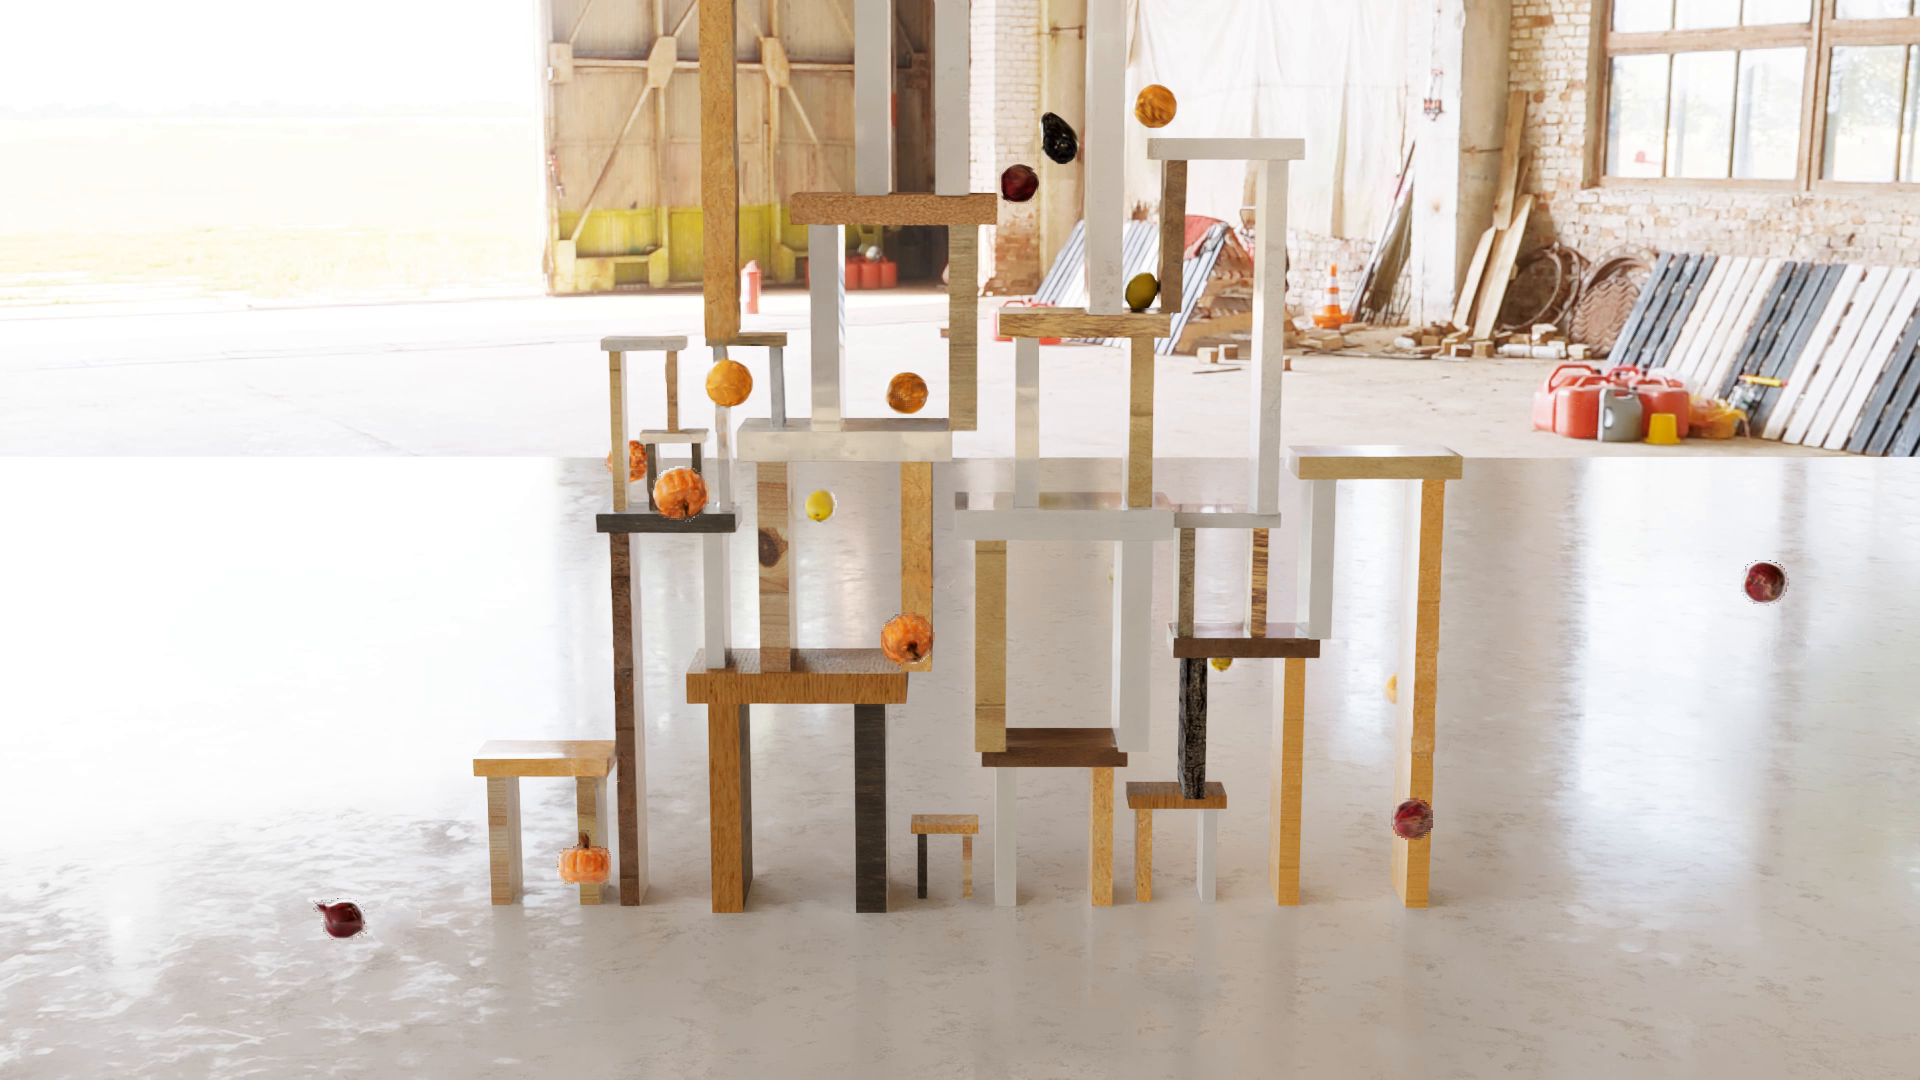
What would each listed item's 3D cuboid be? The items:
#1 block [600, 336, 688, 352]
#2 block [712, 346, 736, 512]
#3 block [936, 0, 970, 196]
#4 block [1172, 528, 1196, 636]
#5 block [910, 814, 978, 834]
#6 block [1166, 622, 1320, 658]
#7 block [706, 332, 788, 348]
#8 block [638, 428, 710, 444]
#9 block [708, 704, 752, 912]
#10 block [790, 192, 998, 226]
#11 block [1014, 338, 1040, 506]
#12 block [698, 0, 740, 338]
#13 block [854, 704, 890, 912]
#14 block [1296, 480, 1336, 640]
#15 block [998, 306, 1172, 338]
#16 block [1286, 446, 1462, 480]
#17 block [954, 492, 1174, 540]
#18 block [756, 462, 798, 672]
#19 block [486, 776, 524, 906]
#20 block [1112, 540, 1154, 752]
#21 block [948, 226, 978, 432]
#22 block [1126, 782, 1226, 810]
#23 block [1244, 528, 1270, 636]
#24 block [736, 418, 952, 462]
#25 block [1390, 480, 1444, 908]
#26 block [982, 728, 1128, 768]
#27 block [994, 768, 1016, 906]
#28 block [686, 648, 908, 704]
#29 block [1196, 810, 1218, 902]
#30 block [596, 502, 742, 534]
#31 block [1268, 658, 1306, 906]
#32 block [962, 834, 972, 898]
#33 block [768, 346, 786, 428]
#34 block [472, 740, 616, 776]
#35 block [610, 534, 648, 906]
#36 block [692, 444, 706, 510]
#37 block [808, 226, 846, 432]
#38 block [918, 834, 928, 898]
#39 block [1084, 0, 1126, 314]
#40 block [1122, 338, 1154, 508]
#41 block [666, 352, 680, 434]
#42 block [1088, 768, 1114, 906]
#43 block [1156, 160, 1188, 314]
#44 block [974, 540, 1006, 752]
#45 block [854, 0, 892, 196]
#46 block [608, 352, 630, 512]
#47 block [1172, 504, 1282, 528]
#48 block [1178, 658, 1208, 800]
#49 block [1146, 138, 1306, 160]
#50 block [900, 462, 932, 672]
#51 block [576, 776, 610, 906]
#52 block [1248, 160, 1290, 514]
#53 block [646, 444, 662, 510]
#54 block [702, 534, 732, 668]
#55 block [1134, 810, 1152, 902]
[{"bbox_3d":[-0.502,-0.313,3.498,0.131,0.019,0.066,0,11,0],"label":"block"},{"bbox_3d":[-0.378,-0.181,3.522,0.018,0.262,0.064,-1,11,0],"label":"block"},{"bbox_3d":[-0.011,-0.721,3.424,0.051,0.360,0.180,0,11,0],"label":"block"},{"bbox_3d":[0.364,0.060,3.574,0.025,0.175,0.088,0,11,0],"label":"block"},{"bbox_3d":[-0.025,0.472,3.652,0.112,0.016,0.056,0,11,0],"label":"block"},{"bbox_3d":[0.461,0.163,3.591,0.236,0.033,0.118,0,11,0],"label":"block"},{"bbox_3d":[-0.338,-0.319,3.496,0.128,0.018,0.064,0,10,-2],"label":"block"},{"bbox_3d":[-0.457,-0.167,3.523,0.109,0.015,0.054,0,11,-2],"label":"block"},{"bbox_3d":[-0.378,0.418,3.632,0.050,0.351,0.176,0,11,0],"label":"block"},{"bbox_3d":[-0.102,-0.522,3.462,0.320,0.045,0.160,0,11,0],"label":"block"},{"bbox_3d":[0.106,-0.197,3.528,0.038,0.268,0.134,0,11,0],"label":"block"},{"bbox_3d":[-0.376,-0.611,3.449,0.050,0.573,0.176,0,10,-3],"label":"block"},{"bbox_3d":[-0.144,0.418,3.632,0.050,0.351,0.176,0,11,0],"label":"block"},{"bbox_3d":[0.576,0.020,3.559,0.037,0.258,0.129,0,11,0],"label":"block"},{"bbox_3d":[0.195,-0.347,3.500,0.268,0.038,0.134,0,11,0],"label":"block"},{"bbox_3d":[0.663,-0.125,3.533,0.258,0.037,0.129,0,10,-1],"label":"block"},{"bbox_3d":[0.165,-0.039,3.549,0.346,0.049,0.173,0,11,0],"label":"block"},{"bbox_3d":[-0.296,0.028,3.570,0.048,0.339,0.170,0,11,0],"label":"block"},{"bbox_3d":[-0.755,0.483,3.648,0.031,0.219,0.109,0,11,0],"label":"block"},{"bbox_3d":[0.280,0.155,3.585,0.049,0.346,0.173,0,11,0],"label":"block"},{"bbox_3d":[0.005,-0.342,3.496,0.045,0.320,0.160,0,11,0],"label":"block"},{"bbox_3d":[0.357,0.422,3.638,0.159,0.023,0.080,0,11,0],"label":"block"},{"bbox_3d":[0.481,0.060,3.574,0.025,0.175,0.088,0,11,0],"label":"block"},{"bbox_3d":[-0.182,-0.162,3.534,0.339,0.048,0.170,0,11,0],"label":"block"},{"bbox_3d":[0.748,0.241,3.602,0.037,0.709,0.129,0,10,0],"label":"block"},{"bbox_3d":[0.153,0.341,3.621,0.237,0.034,0.118,0,11,0],"label":"block"},{"bbox_3d":[0.075,0.474,3.647,0.034,0.237,0.118,0,11,0],"label":"block"},{"bbox_3d":[-0.261,0.221,3.596,0.351,0.050,0.176,0,11,0],"label":"block"},{"bbox_3d":[0.410,0.512,3.655,0.023,0.159,0.080,0,11,0],"label":"block"},{"bbox_3d":[-0.468,-0.037,3.549,0.221,0.031,0.111,0,11,0],"label":"block"},{"bbox_3d":[0.539,0.384,3.632,0.033,0.418,0.118,0,11,0],"label":"block"},{"bbox_3d":[0.012,0.534,3.664,0.016,0.112,0.056,0,11,0],"label":"block"},{"bbox_3d":[-0.291,-0.247,3.510,0.018,0.128,0.064,-2,11,0],"label":"block"},{"bbox_3d":[-0.682,0.360,3.626,0.219,0.031,0.109,0,11,0],"label":"block"},{"bbox_3d":[-0.542,0.285,3.608,0.031,0.622,0.111,0,11,0],"label":"block"},{"bbox_3d":[-0.420,-0.106,3.537,0.015,0.109,0.054,-1,11,0],"label":"block"},{"bbox_3d":[-0.210,-0.342,3.495,0.045,0.320,0.160,0,11,0],"label":"block"},{"bbox_3d":[-0.062,0.534,3.664,0.016,0.112,0.056,0,11,0],"label":"block"},{"bbox_3d":[0.226,-0.632,3.442,0.051,0.543,0.180,0,11,0],"label":"block"},{"bbox_3d":[0.286,-0.196,3.527,0.038,0.268,0.134,0,11,0],"label":"block"},{"bbox_3d":[-0.458,-0.239,3.511,0.019,0.131,0.066,0,11,-4],"label":"block"},{"bbox_3d":[0.233,0.474,3.647,0.034,0.237,0.118,0,11,0],"label":"block"},{"bbox_3d":[0.334,-0.481,3.475,0.033,0.236,0.118,2,11,1],"label":"block"},{"bbox_3d":[0.049,0.155,3.585,0.049,0.346,0.173,0,11,0],"label":"block"},{"bbox_3d":[-0.135,-0.719,3.430,0.050,0.353,0.176,0,11,0],"label":"block"},{"bbox_3d":[-0.545,-0.178,3.525,0.019,0.256,0.066,0,11,-1],"label":"block"},{"bbox_3d":[0.425,-0.039,3.556,0.175,0.025,0.088,0,11,0],"label":"block"},{"bbox_3d":[0.382,0.295,3.615,0.033,0.236,0.118,0,11,0],"label":"block"},{"bbox_3d":[0.415,-0.614,3.449,0.236,0.033,0.118,0,11,1],"label":"block"},{"bbox_3d":[-0.069,0.028,3.570,0.048,0.339,0.170,0,11,0],"label":"block"},{"bbox_3d":[-0.609,0.483,3.648,0.031,0.219,0.109,0,11,0],"label":"block"},{"bbox_3d":[0.490,-0.324,3.501,0.033,0.555,0.118,0,11,0],"label":"block"},{"bbox_3d":[-0.492,-0.106,3.536,0.015,0.109,0.054,-1,11,-1],"label":"block"},{"bbox_3d":[-0.394,0.088,3.572,0.031,0.221,0.111,0,11,0],"label":"block"},{"bbox_3d":[0.304,0.512,3.655,0.023,0.159,0.080,0,11,0],"label":"block"}]
